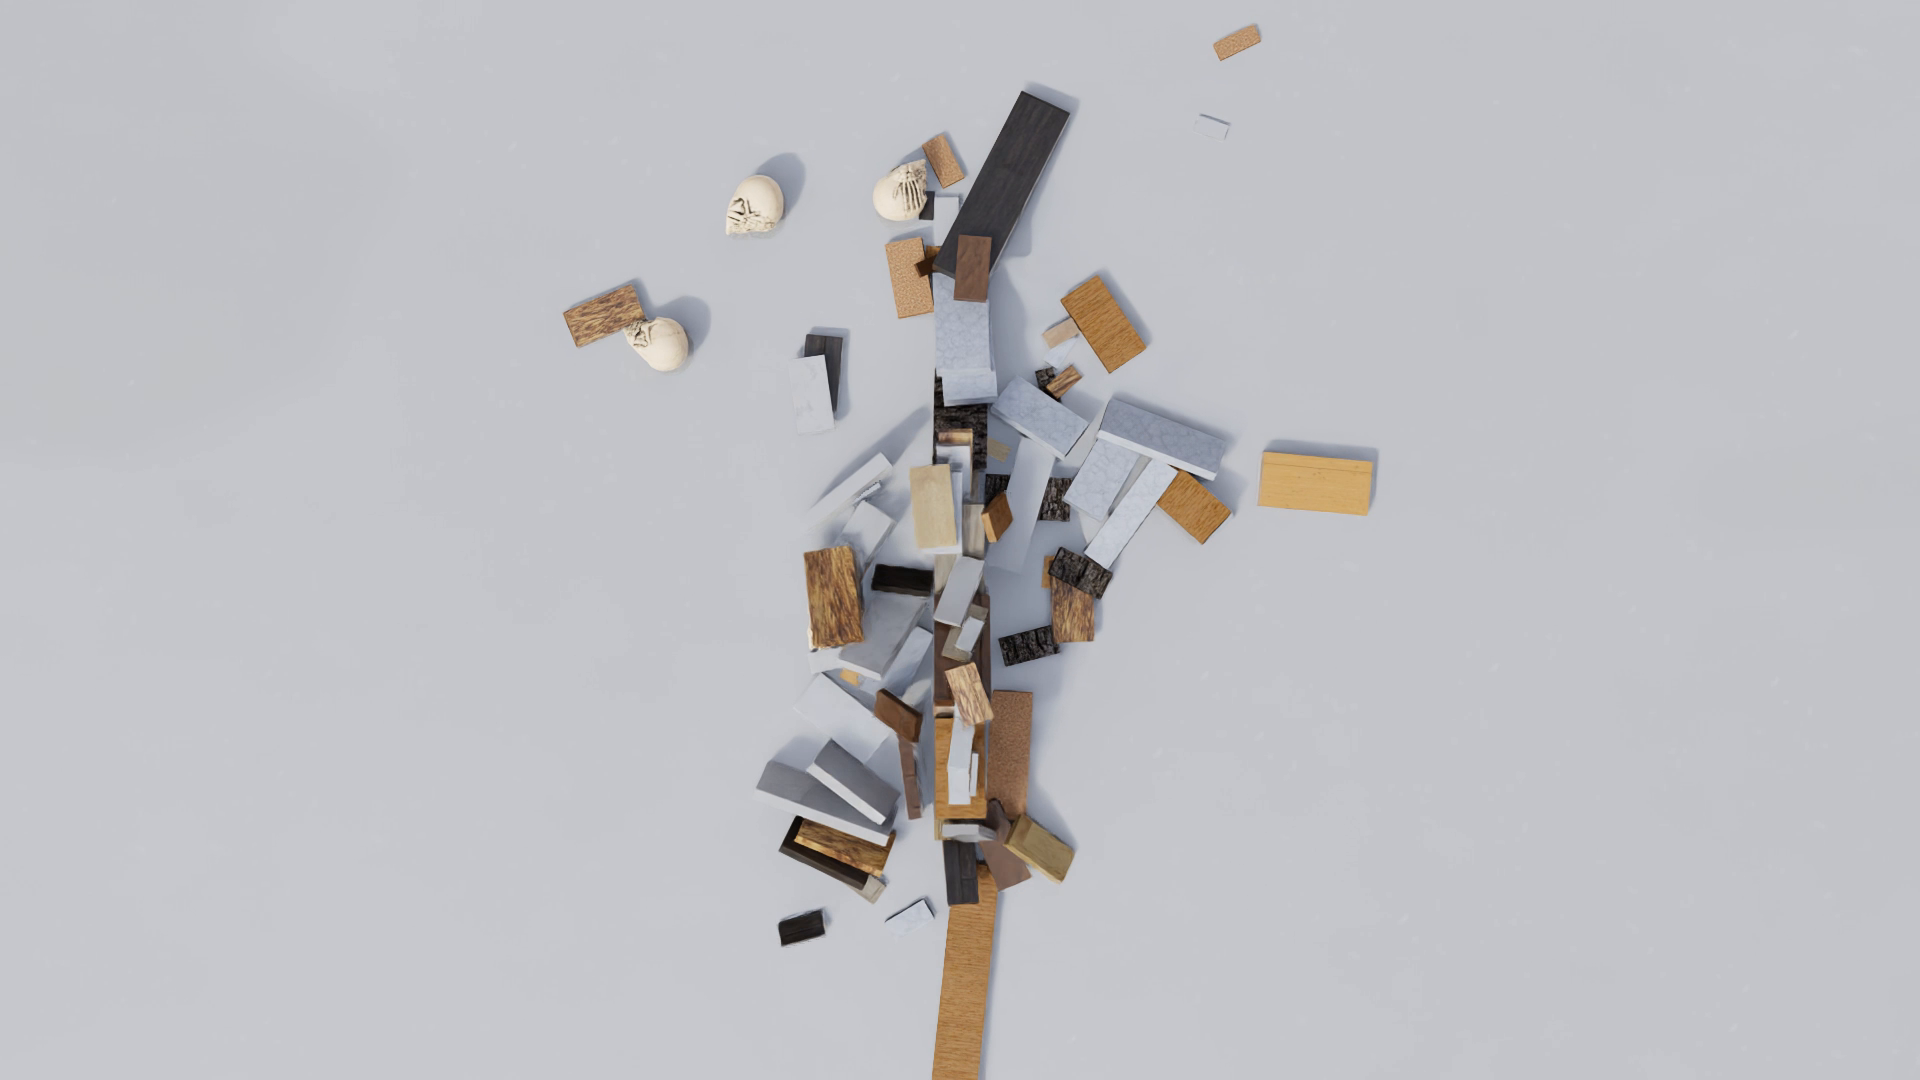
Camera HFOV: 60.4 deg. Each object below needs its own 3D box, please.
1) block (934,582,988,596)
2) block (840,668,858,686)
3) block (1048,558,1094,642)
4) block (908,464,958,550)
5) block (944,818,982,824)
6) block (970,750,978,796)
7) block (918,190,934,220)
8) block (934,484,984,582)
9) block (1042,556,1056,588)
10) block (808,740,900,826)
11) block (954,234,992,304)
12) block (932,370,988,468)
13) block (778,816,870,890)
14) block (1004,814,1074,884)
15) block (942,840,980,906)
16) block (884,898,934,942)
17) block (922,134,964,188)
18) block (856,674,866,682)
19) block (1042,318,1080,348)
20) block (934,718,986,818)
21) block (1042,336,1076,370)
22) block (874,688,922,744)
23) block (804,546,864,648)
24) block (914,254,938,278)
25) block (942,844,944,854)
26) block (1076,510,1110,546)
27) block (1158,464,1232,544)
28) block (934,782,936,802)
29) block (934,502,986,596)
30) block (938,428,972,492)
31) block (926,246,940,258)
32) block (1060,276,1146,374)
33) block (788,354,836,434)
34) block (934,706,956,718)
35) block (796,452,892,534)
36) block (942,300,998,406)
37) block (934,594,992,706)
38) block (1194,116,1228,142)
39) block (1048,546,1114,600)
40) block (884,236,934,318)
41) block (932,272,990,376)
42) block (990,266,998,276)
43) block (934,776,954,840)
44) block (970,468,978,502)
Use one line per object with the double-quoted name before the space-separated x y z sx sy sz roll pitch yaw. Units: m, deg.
"block" 0.005 0.294 5.372 0.178 0.050 0.356 0 53 0
"block" -0.339 0.411 5.487 0.068 0.019 0.136 30 92 0
"block" 0.370 0.201 5.466 0.136 0.039 0.273 -2 88 -9
"block" -0.085 -0.107 5.202 0.129 0.037 0.258 -6 98 1
"block" 0.010 0.901 5.318 0.065 0.130 0.018 12 73 -31
"block" 0.044 0.722 5.111 0.018 0.065 0.130 4 90 0
"block" -0.110 -1.114 5.493 0.048 0.014 0.095 4 90 0
"block" -0.003 -0.024 5.423 0.160 0.045 0.320 0 70 0
"block" 0.304 0.108 5.492 0.054 0.015 0.107 6 90 0
"block" -0.348 0.797 5.424 0.299 0.149 0.042 37 119 0
"block" 0.040 -0.875 5.321 0.106 0.030 0.212 5 80 -1
"block" 0.001 -0.397 5.396 0.175 0.050 0.350 1 62 0
"block" -0.428 1.020 5.433 0.302 0.043 0.151 25 48 0
"block" 0.261 1.018 5.427 0.234 0.033 0.117 38 55 -13
"block" 0.003 1.088 5.402 0.104 0.029 0.207 -4 70 -2
"block" -0.168 1.265 5.489 0.150 0.021 0.075 -31 90 0
"block" -0.056 -1.259 5.489 0.080 0.023 0.159 -27 90 0
"block" -0.252 0.411 5.461 0.093 0.026 0.186 37 76 -5
"block" 0.335 -0.685 5.475 0.113 0.016 0.057 -28 90 0
"block" 0.001 0.712 5.166 0.157 0.044 0.314 0 90 0
"block" 0.332 -0.634 5.492 0.060 0.017 0.120 34 90 0
"block" -0.200 0.567 5.323 0.191 0.027 0.095 30 121 38
"block" -0.413 0.183 5.361 0.158 0.045 0.316 -8 71 -1
"block" -0.104 -0.905 5.448 0.095 0.014 0.048 -30 100 -32
"block" -0.003 1.047 5.449 0.104 0.029 0.207 -6 70 -2
"block" 0.446 -0.075 5.486 0.096 0.027 0.193 -16 90 0
"block" 0.741 -0.134 5.444 0.286 0.041 0.143 43 94 13
"block" -0.001 0.755 5.344 0.157 0.314 0.044 0 108 0
"block" -0.002 0.041 5.303 0.160 0.045 0.320 -1 98 0
"block" -0.015 -0.255 5.274 0.106 0.030 0.212 1 121 0
"block" -0.069 -0.948 5.484 0.095 0.014 0.048 11 93 9
"block" 0.476 -0.716 5.479 0.146 0.041 0.292 -34 90 0
"block" -0.490 -0.480 5.448 0.122 0.035 0.245 -8 90 0
"block" 0.005 0.459 5.328 0.178 0.355 0.050 0 114 0
"block" -0.379 -0.151 5.411 0.357 0.179 0.051 -39 90 0
"block" 0.023 -0.617 5.420 0.175 0.050 0.350 -5 71 0
"block" 0.007 0.346 5.204 0.178 0.050 0.356 0 65 0
"block" 0.836 -1.370 5.493 0.104 0.015 0.052 19 90 0
"block" 0.397 0.109 5.440 0.194 0.028 0.097 27 84 -7
"block" -0.166 -0.870 5.475 0.124 0.035 0.248 -10 90 7
"block" 0.004 -0.710 5.400 0.175 0.050 0.350 -3 71 1
"block" 0.073 -0.926 5.493 0.052 0.015 0.104 -38 90 0
"block" -0.034 0.887 5.463 0.103 0.029 0.207 -1 77 -1
"block" -0.005 -0.168 5.360 0.129 0.037 0.258 2 77 1
